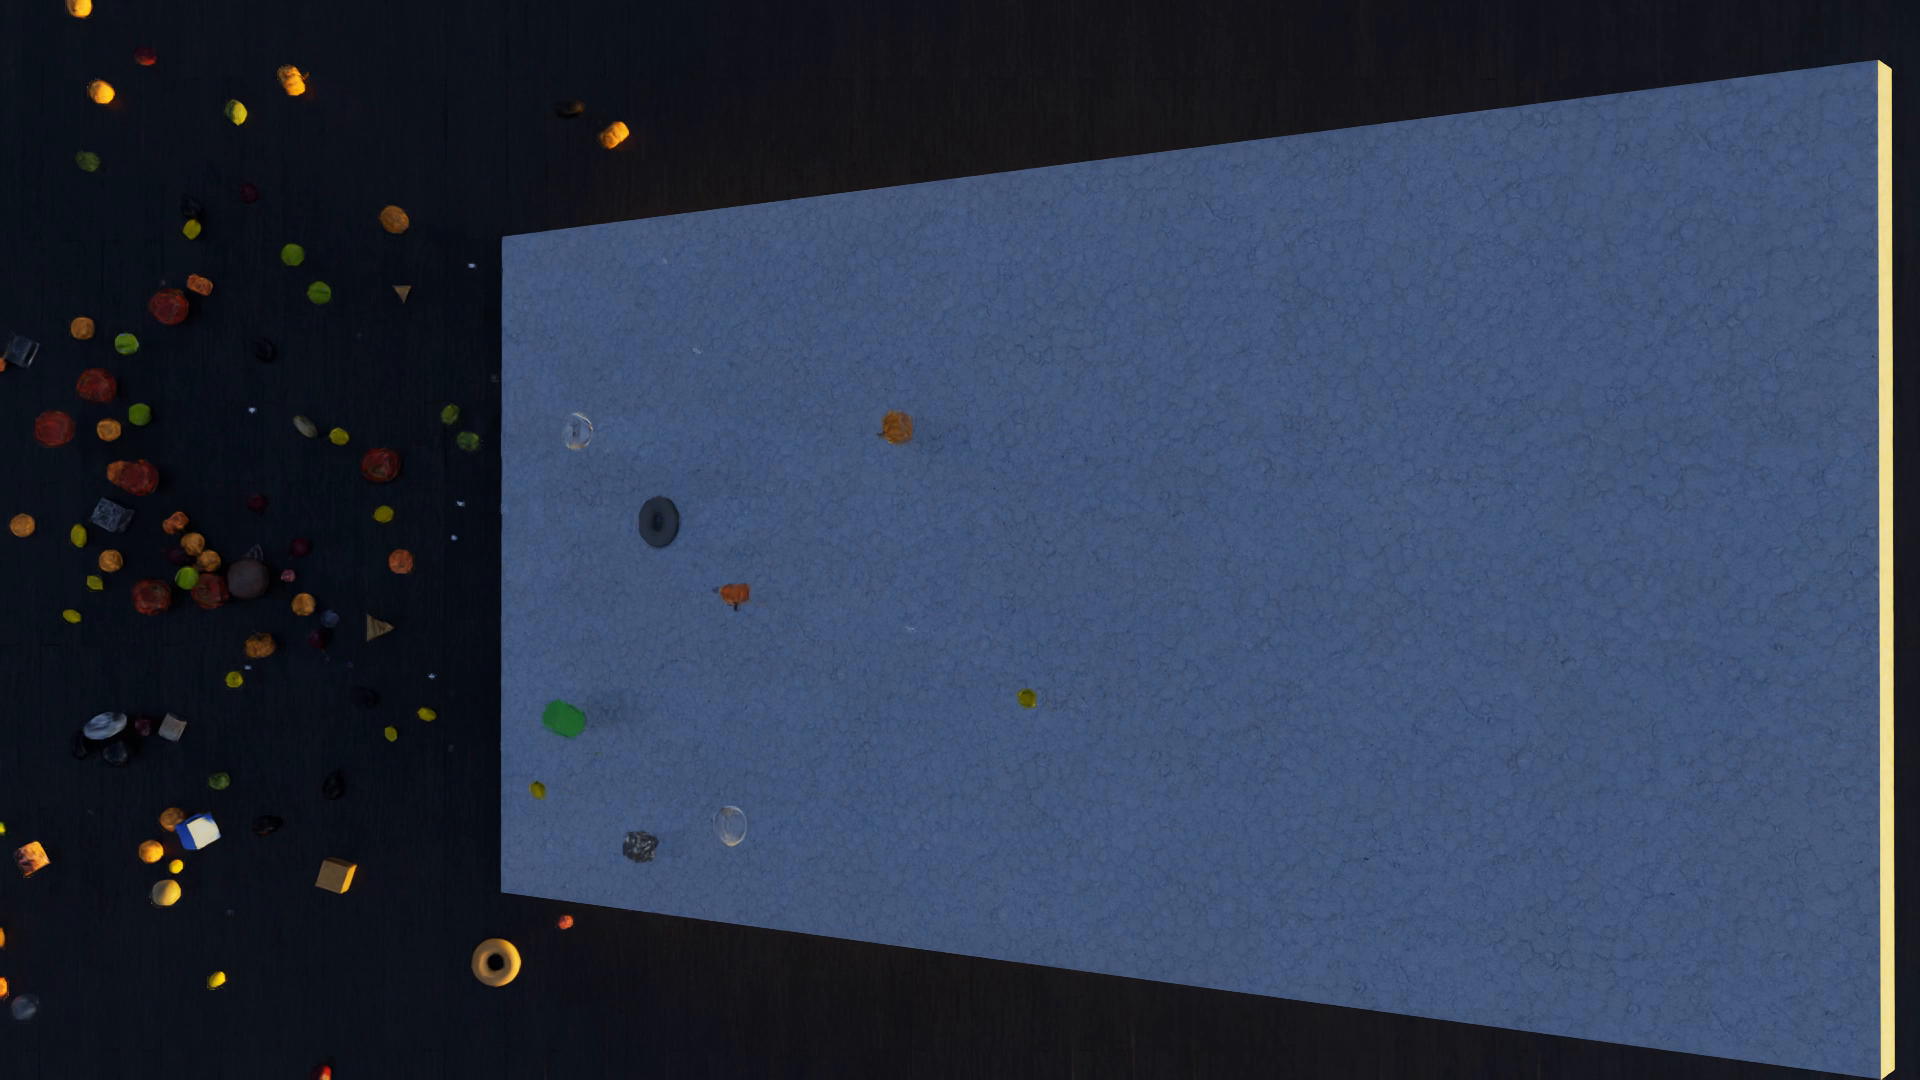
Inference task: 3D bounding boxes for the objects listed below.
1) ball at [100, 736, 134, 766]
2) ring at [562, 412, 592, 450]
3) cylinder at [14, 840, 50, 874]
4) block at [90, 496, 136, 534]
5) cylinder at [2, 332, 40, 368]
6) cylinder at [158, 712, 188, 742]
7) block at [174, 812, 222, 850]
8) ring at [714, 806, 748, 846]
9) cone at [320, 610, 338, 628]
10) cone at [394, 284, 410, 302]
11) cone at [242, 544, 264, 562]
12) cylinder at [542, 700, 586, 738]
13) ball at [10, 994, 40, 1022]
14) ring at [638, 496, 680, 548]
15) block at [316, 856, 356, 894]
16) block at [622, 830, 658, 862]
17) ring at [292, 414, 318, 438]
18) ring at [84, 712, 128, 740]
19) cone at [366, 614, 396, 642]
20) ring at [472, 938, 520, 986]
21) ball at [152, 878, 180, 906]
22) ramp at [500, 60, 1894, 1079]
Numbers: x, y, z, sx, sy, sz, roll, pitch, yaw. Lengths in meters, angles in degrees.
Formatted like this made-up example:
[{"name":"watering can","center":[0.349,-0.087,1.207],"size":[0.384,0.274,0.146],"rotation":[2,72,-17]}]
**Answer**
[{"name":"ball","center":[-2.580,0.647,6.737],"size":[0.096,0.096,0.096],"rotation":[0,90,0]},{"name":"ring","center":[-1.129,-0.319,6.488],"size":[0.112,0.037,0.112],"rotation":[1,91,38]},{"name":"cylinder","center":[-2.834,0.971,6.716],"size":[0.077,0.077,0.077],"rotation":[-28,87,0]},{"name":"block","center":[-2.601,-0.076,6.749],"size":[0.082,0.082,0.082],"rotation":[28,90,0]},{"name":"cylinder","center":[-2.882,-0.581,6.749],"size":[0.085,0.085,0.085],"rotation":[26,88,0]},{"name":"cylinder","center":[-2.418,0.574,6.752],"size":[0.068,0.068,0.068],"rotation":[27,90,0]},{"name":"block","center":[-2.326,0.889,6.711],"size":[0.084,0.084,0.084],"rotation":[-31,105,-44]},{"name":"ring","center":[-0.638,0.793,6.112],"size":[0.111,0.037,0.111],"rotation":[0,90,36]},{"name":"cone","center":[-1.946,0.243,6.761],"size":[0.055,0.055,0.055],"rotation":[0,90,0]},{"name":"cone","center":[-1.714,-0.754,6.770],"size":[0.056,0.056,0.056],"rotation":[-3,104,0]},{"name":"cone","center":[-2.178,0.046,6.747],"size":[0.058,0.058,0.058],"rotation":[-16,90,-37]},{"name":"cylinder","center":[-1.154,0.521,6.409],"size":[0.086,0.086,0.086],"rotation":[37,90,-39]},{"name":"ball","center":[-2.865,1.434,6.738],"size":[0.083,0.083,0.083],"rotation":[0,90,0]},{"name":"ring","center":[-0.861,-0.052,6.278],"size":[0.146,0.049,0.146],"rotation":[-1,89,38]},{"name":"block","center":[-1.913,1.027,6.741],"size":[0.082,0.082,0.082],"rotation":[18,90,0]},{"name":"block","center":[-0.917,0.878,6.302],"size":[0.066,0.066,0.066],"rotation":[25,104,34]},{"name":"ring","center":[-2.005,-0.348,6.736],"size":[0.030,0.090,0.090],"rotation":[-44,90,5]},{"name":"ring","center":[-2.611,0.567,6.719],"size":[0.131,0.131,0.044],"rotation":[-13,113,0]},{"name":"cone","center":[-1.765,0.268,6.714],"size":[0.090,0.090,0.090],"rotation":[0,90,-13]},{"name":"ring","center":[-1.426,1.298,6.756],"size":[0.150,0.050,0.150],"rotation":[0,91,0]},{"name":"ball","center":[-2.433,1.081,6.740],"size":[0.084,0.084,0.084],"rotation":[0,90,0]},{"name":"ramp","center":[0.233,0.065,5.552],"size":[4.000,0.100,2.000],"rotation":[0,89,37]}]
